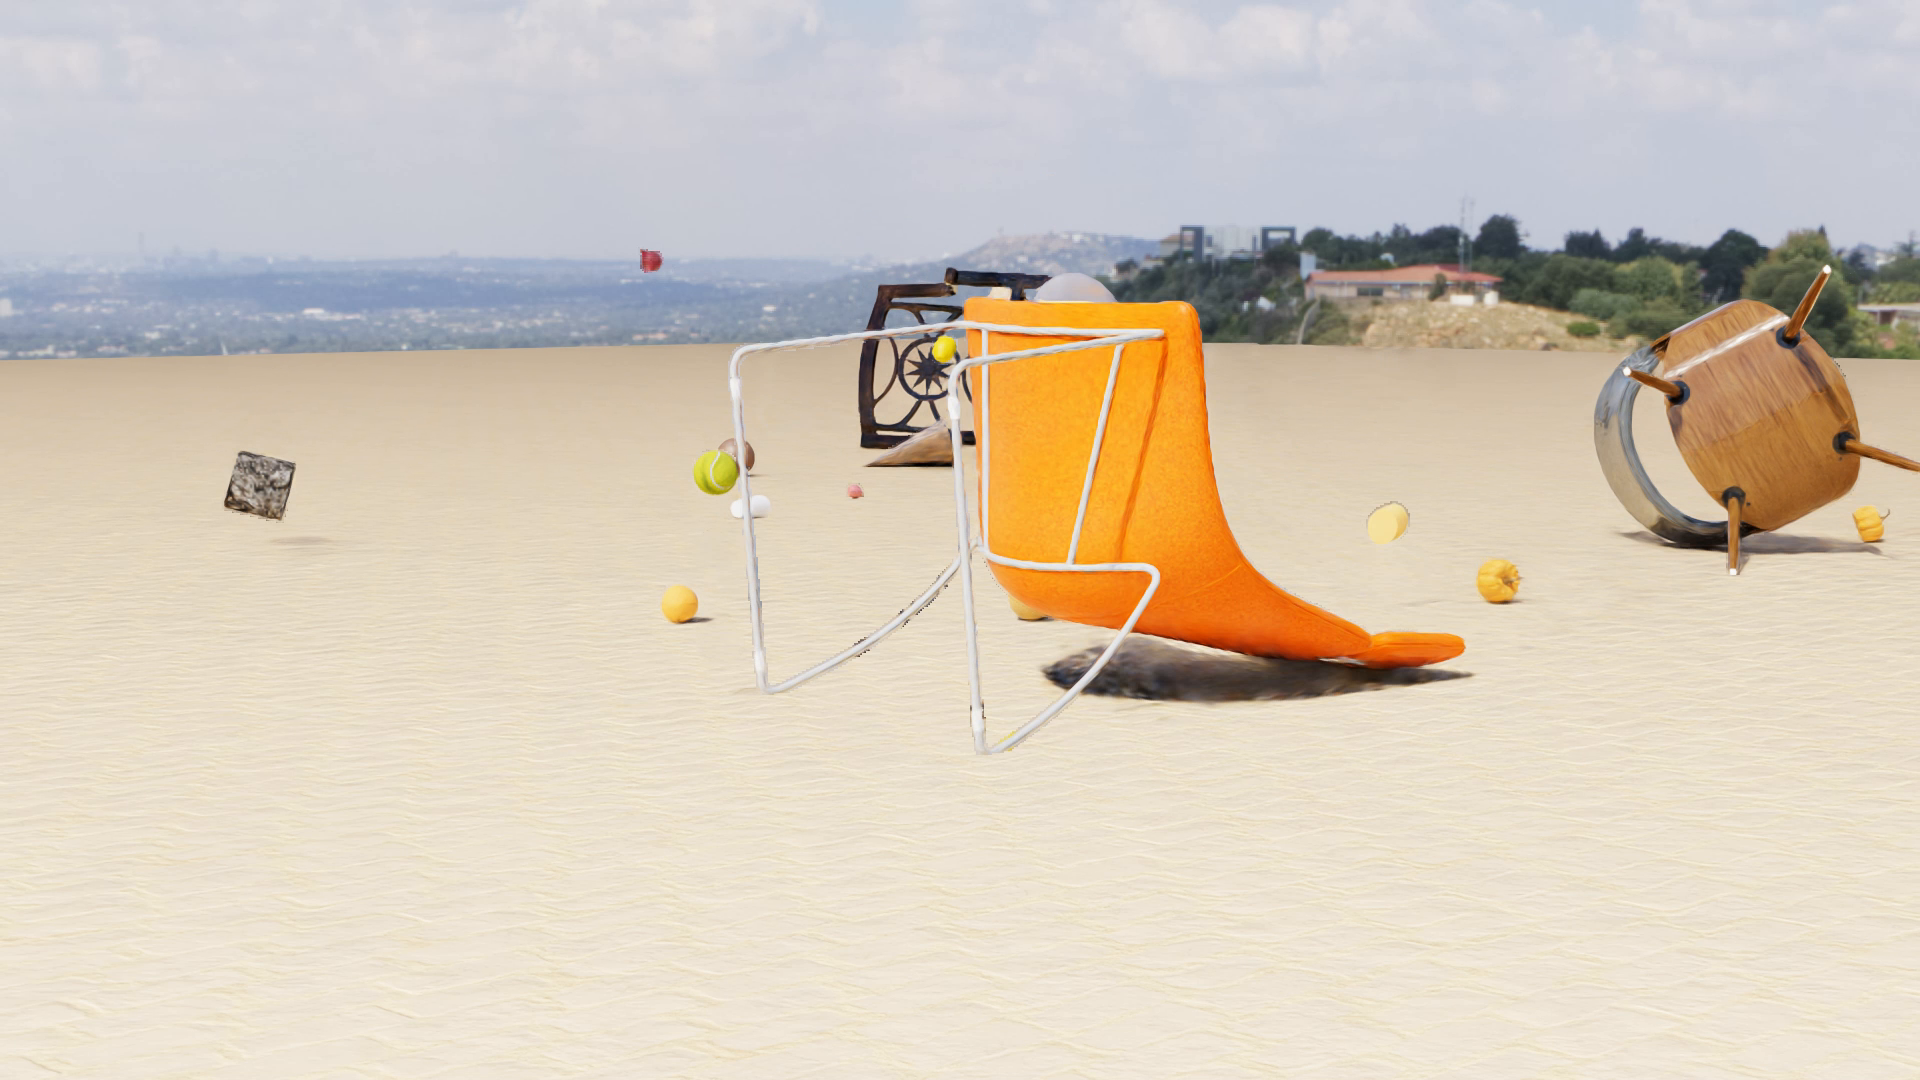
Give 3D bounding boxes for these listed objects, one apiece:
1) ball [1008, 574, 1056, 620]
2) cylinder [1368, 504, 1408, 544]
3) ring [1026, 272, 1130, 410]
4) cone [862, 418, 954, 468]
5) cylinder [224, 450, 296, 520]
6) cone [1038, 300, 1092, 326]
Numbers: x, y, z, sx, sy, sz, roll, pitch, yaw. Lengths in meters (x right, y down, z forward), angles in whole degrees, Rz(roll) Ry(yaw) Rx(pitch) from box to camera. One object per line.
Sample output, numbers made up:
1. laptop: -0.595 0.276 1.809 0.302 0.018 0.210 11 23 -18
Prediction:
1. ball: 0.137 0.109 4.911 0.090 0.090 0.090 0 6 0
2. cylinder: 0.838 -0.031 5.024 0.060 0.074 0.050 29 28 25
3. ring: 0.322 -0.545 7.020 0.283 0.379 0.062 -11 2 7
4. cone: -0.189 -0.296 8.863 0.311 0.130 0.264 -17 -24 -5
5. cylinder: -1.621 -0.127 5.946 0.130 0.076 0.170 14 47 -12
6. cone: 0.270 -0.583 6.406 0.134 0.067 0.065 -12 -17 21
